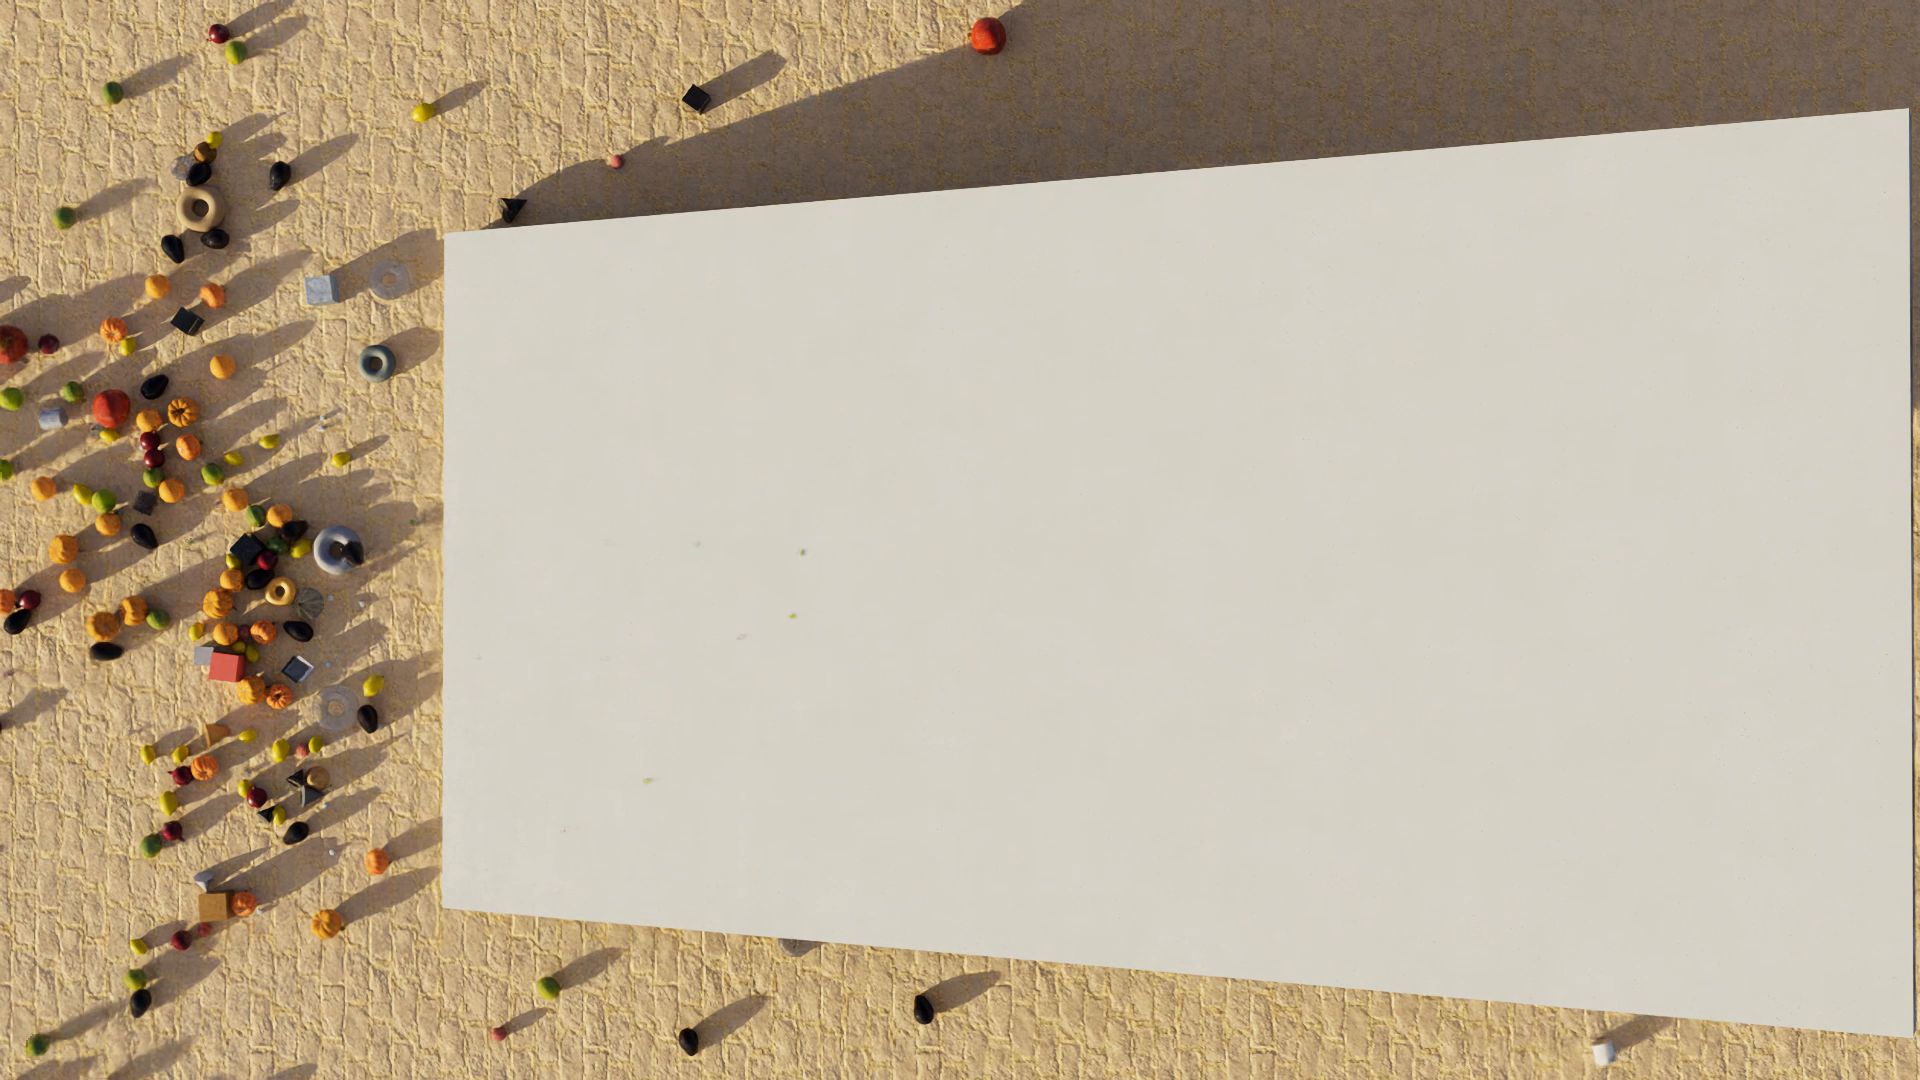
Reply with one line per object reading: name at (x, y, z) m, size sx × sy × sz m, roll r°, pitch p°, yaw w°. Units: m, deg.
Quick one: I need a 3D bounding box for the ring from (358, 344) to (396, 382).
ring at (-1.750, -0.529, 6.597) m, size 0.115 × 0.038 × 0.115 m, roll 0°, pitch 88°, yaw 1°

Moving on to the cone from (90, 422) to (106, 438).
cone at (-2.593, -0.331, 6.588) m, size 0.050 × 0.050 × 0.050 m, roll 0°, pitch 89°, yaw 0°

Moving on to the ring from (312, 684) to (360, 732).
ring at (-1.867, 0.504, 6.581) m, size 0.143 × 0.048 × 0.143 m, roll 0°, pitch 90°, yaw -1°

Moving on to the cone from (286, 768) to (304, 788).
cone at (-1.983, 0.707, 6.590) m, size 0.053 × 0.053 × 0.053 m, roll 25°, pitch 63°, yaw 0°

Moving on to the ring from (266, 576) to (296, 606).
ring at (-2.038, 0.154, 6.593) m, size 0.092 × 0.031 × 0.092 m, roll 0°, pitch 88°, yaw -1°

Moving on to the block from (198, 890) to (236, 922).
block at (-2.215, 1.090, 6.558) m, size 0.080 × 0.080 × 0.080 m, roll -3°, pitch 89°, yaw 0°

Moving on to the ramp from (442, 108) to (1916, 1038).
ramp at (0.280, 0.080, 5.670) m, size 4.000 × 0.100 × 2.000 m, roll 0°, pitch 89°, yaw 27°

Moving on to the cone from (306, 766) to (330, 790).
cone at (-1.929, 0.716, 6.565) m, size 0.075 × 0.075 × 0.075 m, roll 0°, pitch 89°, yaw 0°

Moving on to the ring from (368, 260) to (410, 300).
ring at (-1.713, -0.780, 6.599) m, size 0.123 × 0.041 × 0.123 m, roll 0°, pitch 90°, yaw -1°

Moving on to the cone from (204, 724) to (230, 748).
cone at (-2.218, 0.577, 6.587) m, size 0.076 × 0.076 × 0.076 m, roll -12°, pitch 89°, yaw -27°

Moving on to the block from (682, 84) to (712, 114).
block at (-0.790, -1.320, 6.594) m, size 0.060 × 0.060 × 0.060 m, roll 35°, pitch 89°, yaw 0°

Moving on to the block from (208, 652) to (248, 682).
block at (-2.186, 0.379, 6.566) m, size 0.080 × 0.080 × 0.080 m, roll 7°, pitch 89°, yaw 0°

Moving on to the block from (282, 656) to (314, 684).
block at (-1.981, 0.387, 6.576) m, size 0.058 × 0.058 × 0.058 m, roll 39°, pitch 90°, yaw 0°

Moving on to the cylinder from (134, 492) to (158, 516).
cylinder at (-2.437, -0.110, 6.584) m, size 0.055 × 0.055 × 0.055 m, roll 24°, pitch 91°, yaw 0°

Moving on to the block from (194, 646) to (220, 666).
block at (-2.253, 0.347, 6.578) m, size 0.057 × 0.057 × 0.057 m, roll 2°, pitch 89°, yaw 0°

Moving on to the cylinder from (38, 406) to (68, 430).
cylinder at (-2.715, -0.366, 6.583) m, size 0.061 × 0.061 × 0.061 m, roll -15°, pitch 89°, yaw 13°

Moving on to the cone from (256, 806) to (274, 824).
cone at (-2.071, 0.815, 6.589) m, size 0.053 × 0.053 × 0.053 m, roll 38°, pitch 63°, yaw 0°

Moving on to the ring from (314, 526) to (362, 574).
ring at (-1.864, 0.029, 6.586) m, size 0.146 × 0.049 × 0.146 m, roll 0°, pitch 90°, yaw 0°

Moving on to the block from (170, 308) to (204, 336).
block at (-2.314, -0.654, 6.587) m, size 0.060 × 0.060 × 0.060 m, roll 35°, pitch 89°, yaw 0°

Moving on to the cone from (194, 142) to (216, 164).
cone at (-2.273, -1.165, 6.588) m, size 0.069 × 0.069 × 0.069 m, roll 0°, pitch 89°, yaw 0°

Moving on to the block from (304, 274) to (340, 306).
block at (-1.909, -0.746, 6.580) m, size 0.077 × 0.077 × 0.077 m, roll -7°, pitch 89°, yaw 0°

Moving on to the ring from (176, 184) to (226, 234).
ring at (-2.276, -0.995, 6.597) m, size 0.149 × 0.050 × 0.149 m, roll 0°, pitch 91°, yaw 0°

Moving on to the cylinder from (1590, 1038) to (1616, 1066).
cylinder at (1.921, 1.527, 6.563) m, size 0.060 × 0.060 × 0.060 m, roll -24°, pitch 108°, yaw 0°

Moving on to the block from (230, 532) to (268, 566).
block at (-2.126, 0.027, 6.575) m, size 0.069 × 0.069 × 0.069 m, roll 42°, pitch 90°, yaw 0°

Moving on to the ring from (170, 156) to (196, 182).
ring at (-2.335, -1.117, 6.610) m, size 0.076 × 0.025 × 0.076 m, roll 0°, pitch 90°, yaw -1°

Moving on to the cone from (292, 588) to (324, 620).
cone at (-1.959, 0.191, 6.560) m, size 0.097 × 0.097 × 0.097 m, roll 0°, pitch 89°, yaw 0°

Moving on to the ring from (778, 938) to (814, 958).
ring at (-0.490, 1.194, 6.579) m, size 0.108 × 0.036 × 0.108 m, roll 0°, pitch 89°, yaw -1°

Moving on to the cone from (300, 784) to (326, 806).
cone at (-1.934, 0.764, 6.587) m, size 0.067 × 0.067 × 0.067 m, roll 1°, pitch 89°, yaw -27°

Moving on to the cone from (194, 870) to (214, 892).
cone at (-2.261, 1.031, 6.586) m, size 0.057 × 0.057 × 0.057 m, roll -1°, pitch 116°, yaw 0°
